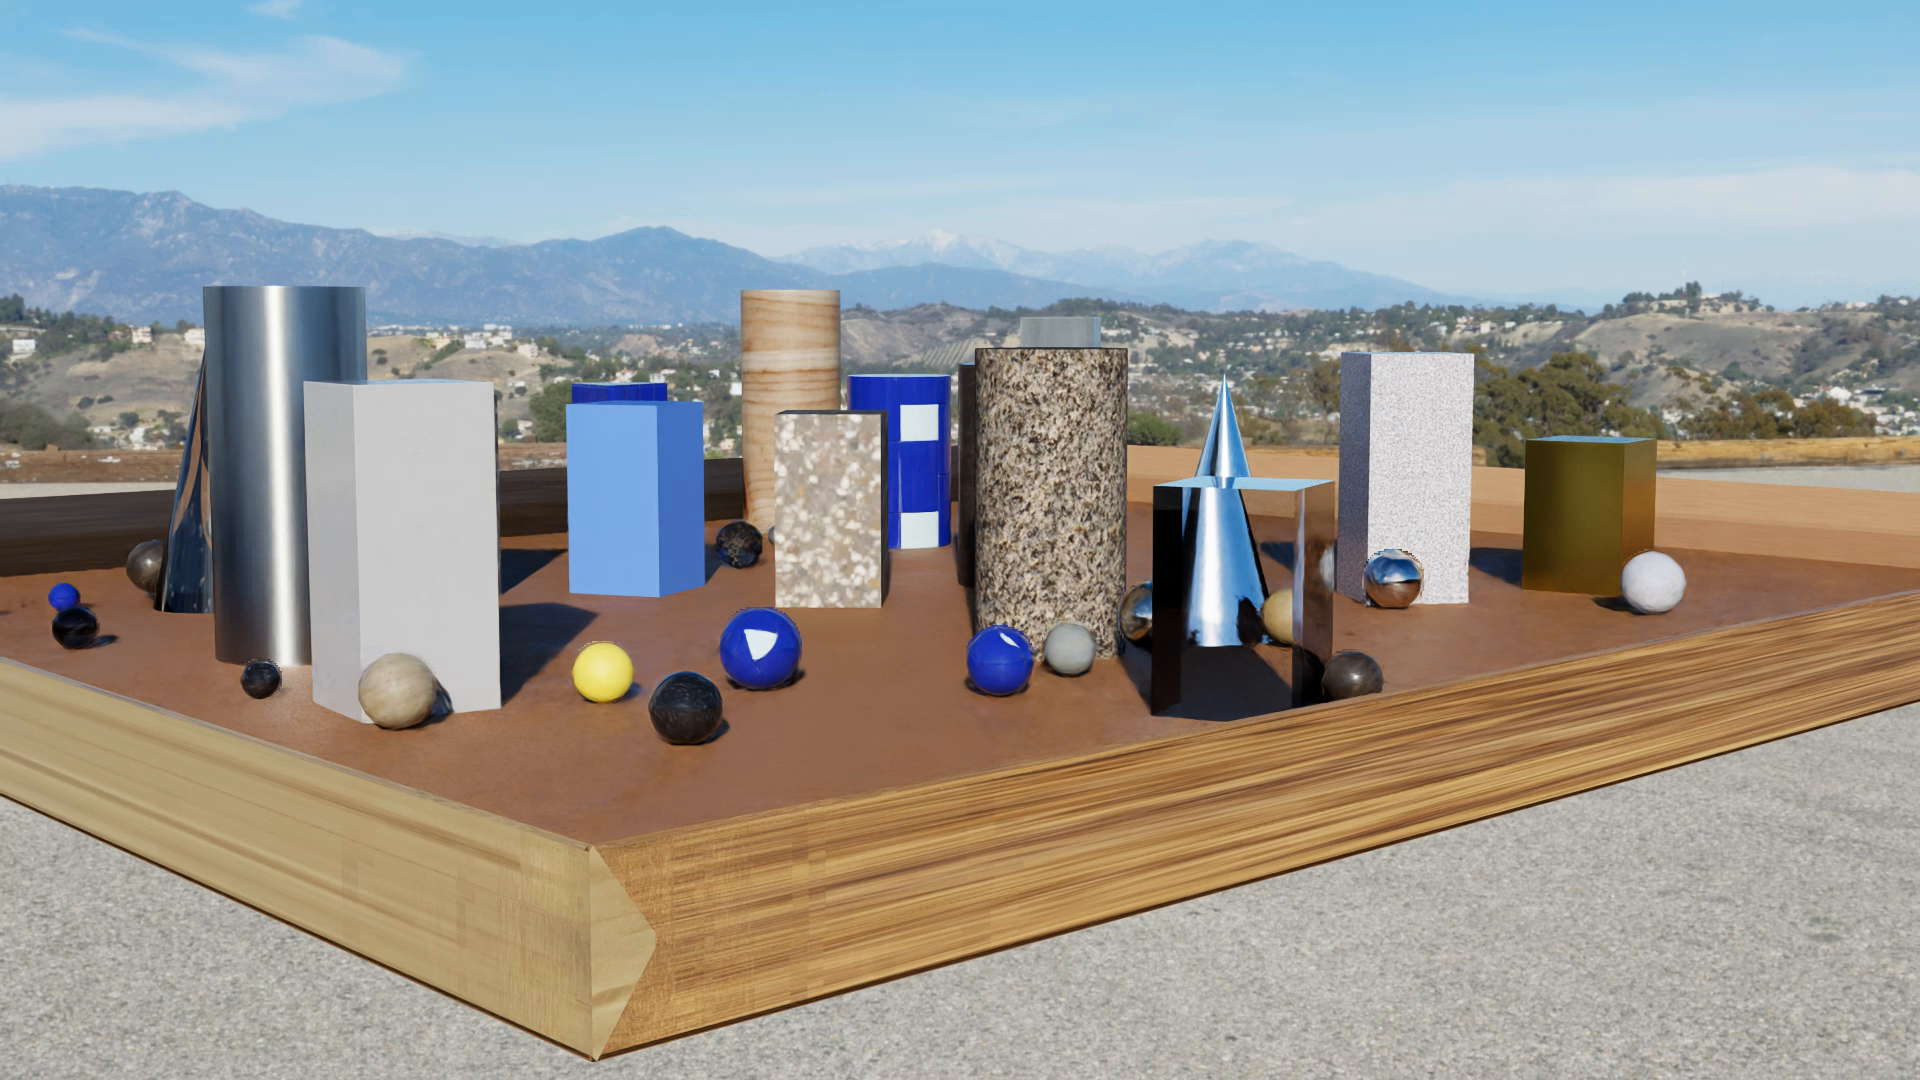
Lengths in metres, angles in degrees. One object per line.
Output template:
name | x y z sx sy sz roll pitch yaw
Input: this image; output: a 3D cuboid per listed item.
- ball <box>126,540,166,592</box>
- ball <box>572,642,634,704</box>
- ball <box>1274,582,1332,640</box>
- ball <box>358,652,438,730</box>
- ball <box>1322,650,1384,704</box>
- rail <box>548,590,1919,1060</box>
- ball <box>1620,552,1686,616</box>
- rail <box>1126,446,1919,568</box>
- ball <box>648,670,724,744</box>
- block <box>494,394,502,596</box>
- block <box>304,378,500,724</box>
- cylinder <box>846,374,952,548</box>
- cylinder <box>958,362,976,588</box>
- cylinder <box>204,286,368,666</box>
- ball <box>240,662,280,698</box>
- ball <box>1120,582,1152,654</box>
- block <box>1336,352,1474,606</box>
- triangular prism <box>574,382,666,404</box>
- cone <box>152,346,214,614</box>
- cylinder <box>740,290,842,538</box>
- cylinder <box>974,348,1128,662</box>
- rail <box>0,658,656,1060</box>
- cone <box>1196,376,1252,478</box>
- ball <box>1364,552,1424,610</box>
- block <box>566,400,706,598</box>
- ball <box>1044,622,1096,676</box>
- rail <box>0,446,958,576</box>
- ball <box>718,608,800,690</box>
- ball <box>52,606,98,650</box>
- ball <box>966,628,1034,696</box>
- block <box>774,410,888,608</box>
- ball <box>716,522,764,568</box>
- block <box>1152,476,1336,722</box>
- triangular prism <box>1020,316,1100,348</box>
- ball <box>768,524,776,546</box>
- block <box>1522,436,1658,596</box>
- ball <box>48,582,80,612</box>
ball | -1.242 0.041 3.391 0.081 0.081 0.081 0 6 0
ball | -0.406 0.151 2.504 0.069 0.069 0.069 0 6 0
ball | 0.465 0.096 2.983 0.079 0.079 0.079 0 6 0
ball | -0.600 0.161 2.347 0.082 0.082 0.082 0 6 0
ball | 0.439 0.157 2.455 0.067 0.067 0.067 0 6 0
rail | 0.902 0.135 2.360 3.092 0.129 0.045 -5 8 -42
ball | 1.017 0.064 3.229 0.093 0.093 0.093 0 6 0
rail | 1.119 -0.073 4.358 0.045 0.129 2.708 -5 8 -42
ball | -0.282 0.173 2.264 0.076 0.076 0.076 0 6 0
block | -0.809 -0.062 3.369 0.159 0.315 0.159 1 6 7
block | -0.627 0.005 2.472 0.159 0.366 0.159 -4 7 -35
cylinder | -0.116 -0.154 4.209 0.199 0.322 0.199 0 6 0
cylinder | 0.096 -0.108 3.592 0.199 0.359 0.199 0 6 0
cylinder | -0.864 -0.088 2.838 0.199 0.475 0.199 0 6 0
ball | -0.805 0.161 2.531 0.043 0.043 0.043 0 6 0
ball | 0.252 0.099 2.830 0.093 0.093 0.093 0 6 0
block | 0.687 -0.099 3.408 0.159 0.380 0.159 -1 6 -7
triangular prism | -0.610 -0.135 4.076 0.149 0.312 0.172 -4 7 -33
cone | -1.123 -0.122 3.322 0.199 0.442 0.199 0 6 0
cylinder | -0.337 -0.256 4.402 0.199 0.485 0.199 0 6 0
cylinder | 0.119 -0.052 2.873 0.199 0.396 0.199 0 6 0
rail | -1.119 0.141 2.305 0.045 0.129 2.708 -5 8 -42
cone | 0.367 -0.052 3.066 0.199 0.358 0.199 0 6 0
ball | 0.649 0.060 3.293 0.087 0.087 0.087 0 6 0
block | -0.517 -0.070 3.516 0.159 0.299 0.159 2 6 20
ball | 0.134 0.134 2.688 0.065 0.065 0.065 0 6 0
rail | -0.902 -0.068 4.304 3.092 0.129 0.045 -5 8 -42
ball | -0.236 0.129 2.590 0.096 0.096 0.096 0 6 0
ball | -1.167 0.116 2.900 0.057 0.057 0.057 0 6 0
ball | 0.047 0.141 2.552 0.079 0.079 0.079 0 6 0
block | -0.195 -0.051 3.377 0.159 0.291 0.159 0 6 2
ball | -0.382 0.008 3.809 0.082 0.082 0.082 0 6 0
block | 0.317 0.063 2.451 0.159 0.255 0.159 3 7 25
triangular prism | 0.228 -0.213 4.243 0.172 0.433 0.149 4 7 35
ball | -0.343 -0.009 4.169 0.042 0.042 0.042 0 6 0
block | 1.012 -0.042 3.535 0.159 0.240 0.159 4 7 35
ball | -1.327 0.085 3.258 0.044 0.044 0.044 0 6 0
